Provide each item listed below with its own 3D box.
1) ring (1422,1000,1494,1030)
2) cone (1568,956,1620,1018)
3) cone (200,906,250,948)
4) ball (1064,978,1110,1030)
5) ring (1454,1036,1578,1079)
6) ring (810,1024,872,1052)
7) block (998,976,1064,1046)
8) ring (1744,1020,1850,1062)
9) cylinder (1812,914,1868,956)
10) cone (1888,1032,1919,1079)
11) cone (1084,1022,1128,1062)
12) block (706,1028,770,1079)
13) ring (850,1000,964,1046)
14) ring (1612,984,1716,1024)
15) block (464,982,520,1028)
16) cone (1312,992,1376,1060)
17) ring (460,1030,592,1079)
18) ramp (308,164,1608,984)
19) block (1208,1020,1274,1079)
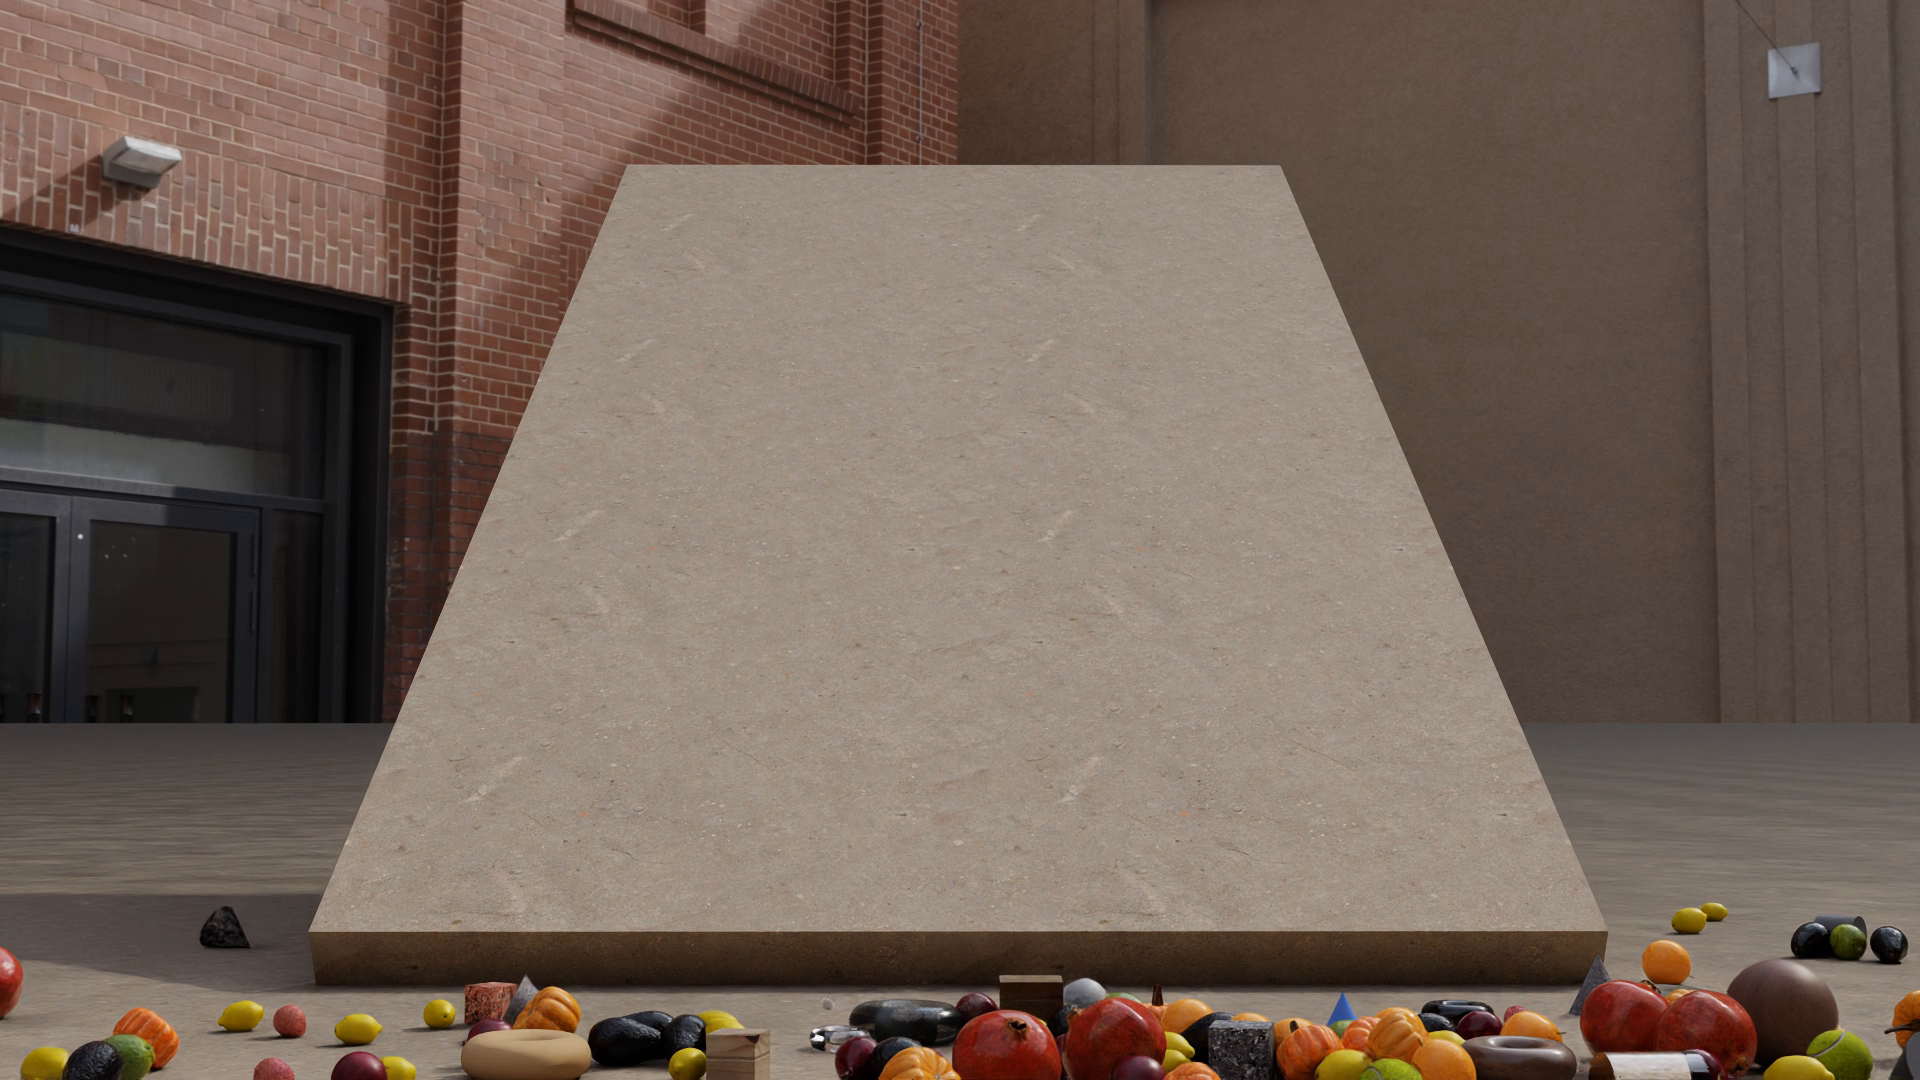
[{"bbox_3d":[0.669,0.638,3.167,0.098,0.033,0.098,1,-5,0],"label":"ring"},{"bbox_3d":[0.897,0.623,3.310,0.083,0.083,0.083,0,-4,0],"label":"cone"},{"bbox_3d":[-1.310,0.717,4.253,0.083,0.083,0.083,27,5,20],"label":"cone"},{"bbox_3d":[0.166,0.618,3.133,0.067,0.067,0.067,0,-4,0],"label":"ball"},{"bbox_3d":[0.634,0.596,2.688,0.137,0.046,0.137,0,-3,0],"label":"ring"},{"bbox_3d":[-0.150,0.626,2.956,0.078,0.026,0.078,1,-3,0],"label":"ring"},{"bbox_3d":[0.091,0.603,3.020,0.080,0.080,0.080,0,-4,0],"label":"block"},{"bbox_3d":[1.026,0.613,2.890,0.124,0.041,0.124,1,-5,0],"label":"ring"},{"bbox_3d":[1.543,0.692,4.132,0.069,0.069,0.069,-4,-6,43],"label":"cylinder"},{"bbox_3d":[1.034,0.591,2.569,0.083,0.083,0.083,2,-32,-29],"label":"cone"},{"bbox_3d":[0.186,0.620,2.869,0.051,0.051,0.051,32,-19,-25],"label":"cone"},{"bbox_3d":[-0.252,0.589,2.684,0.057,0.057,0.057,-1,-4,13],"label":"block"},{"bbox_3d":[-0.069,0.620,3.025,0.147,0.049,0.147,1,-5,0],"label":"ring"},{"bbox_3d":[0.967,0.638,3.237,0.135,0.045,0.135,1,-5,0],"label":"ring"},{"bbox_3d":[-0.635,0.630,3.198,0.052,0.052,0.052,-3,-5,35],"label":"block"},{"bbox_3d":[0.473,0.596,2.907,0.077,0.077,0.077,0,-4,0],"label":"cone"},{"bbox_3d":[-0.500,0.596,2.718,0.149,0.050,0.149,1,-4,0],"label":"ring"},{"bbox_3d":[-0.010,-0.229,5.444,2.000,0.100,4.000,0,26,0],"label":"ramp"},{"bbox_3d":[0.319,0.583,2.669,0.067,0.067,0.067,-1,-4,13],"label":"block"}]
